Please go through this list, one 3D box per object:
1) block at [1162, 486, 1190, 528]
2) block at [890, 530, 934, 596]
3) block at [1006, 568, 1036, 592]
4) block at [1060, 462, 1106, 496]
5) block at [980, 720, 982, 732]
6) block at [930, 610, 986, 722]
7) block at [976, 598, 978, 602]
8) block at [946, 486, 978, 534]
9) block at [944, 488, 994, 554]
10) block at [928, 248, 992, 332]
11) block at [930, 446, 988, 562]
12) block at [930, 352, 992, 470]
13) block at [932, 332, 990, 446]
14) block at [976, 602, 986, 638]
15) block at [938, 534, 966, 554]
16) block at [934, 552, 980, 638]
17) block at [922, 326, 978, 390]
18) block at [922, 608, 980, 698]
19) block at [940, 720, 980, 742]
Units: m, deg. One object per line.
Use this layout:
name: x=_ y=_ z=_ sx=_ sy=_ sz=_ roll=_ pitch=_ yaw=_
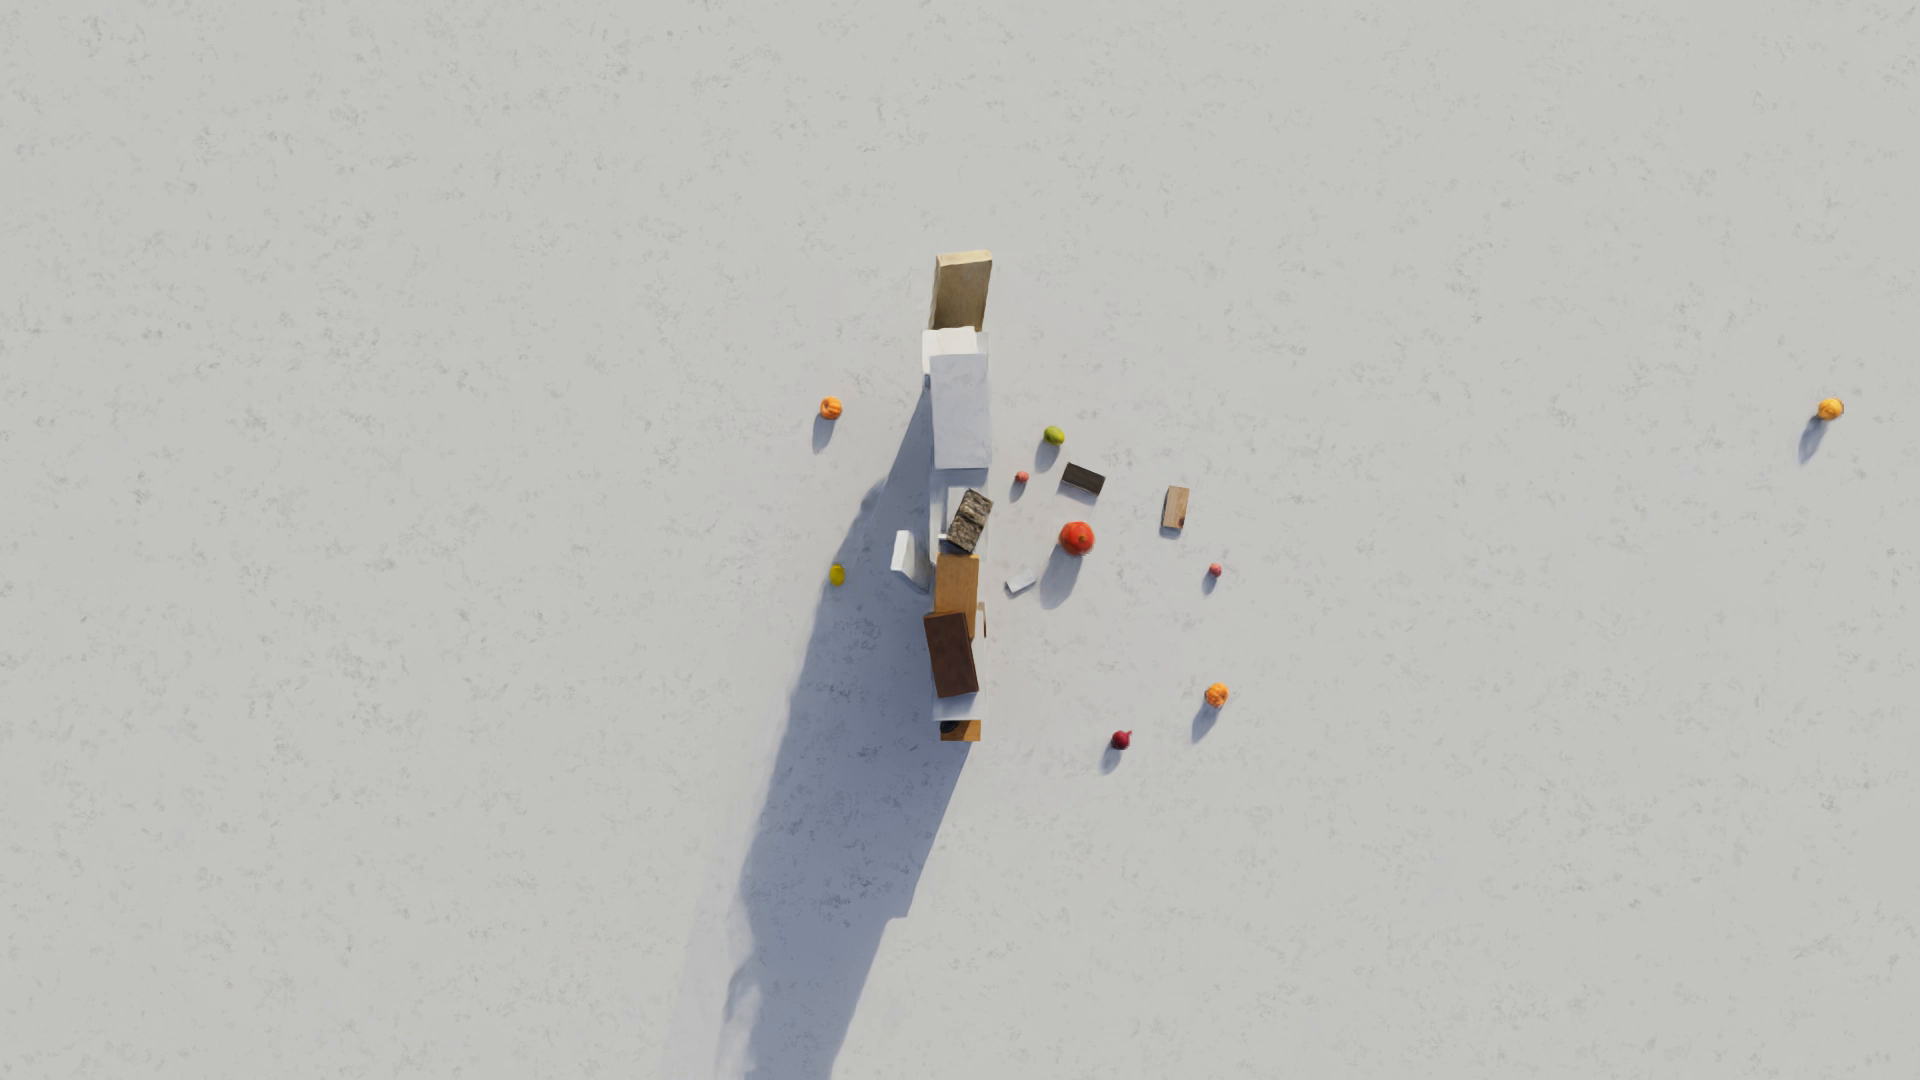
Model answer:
block: x=0.719 y=-0.109 z=5.490 sx=0.068 sy=0.019 sz=0.136 roll=10 pitch=90 yaw=0
block: x=-0.140 y=0.069 z=4.925 sx=0.035 sy=0.245 sz=0.122 roll=4 pitch=73 yaw=19
block: x=0.204 y=0.134 z=5.493 sx=0.093 sy=0.013 sz=0.046 roll=-28 pitch=90 yaw=0
block: x=0.410 y=-0.203 z=5.490 sx=0.136 sy=0.019 sz=0.068 roll=22 pitch=90 yaw=0
block: x=0.004 y=0.593 z=5.374 sx=0.126 sy=0.253 sz=0.036 roll=0 pitch=90 yaw=0
block: x=-0.006 y=0.371 z=4.869 sx=0.159 sy=0.045 sz=0.318 roll=-2 pitch=89 yaw=0
block: x=-0.005 y=0.180 z=5.380 sx=0.120 sy=0.240 sz=0.034 roll=0 pitch=90 yaw=0
block: x=0.006 y=-0.067 z=4.811 sx=0.085 sy=0.024 sz=0.170 roll=3 pitch=90 yaw=0
block: x=0.027 y=-0.054 z=4.759 sx=0.085 sy=0.024 sz=0.170 roll=29 pitch=69 yaw=-15
block: x=0.000 y=-0.765 z=5.146 sx=0.165 sy=0.329 sz=0.047 roll=-9 pitch=57 yaw=-13
block: x=-0.003 y=-0.105 z=4.847 sx=0.169 sy=0.048 sz=0.338 roll=1 pitch=90 yaw=0
block: x=0.003 y=-0.374 z=4.780 sx=0.165 sy=0.047 sz=0.329 roll=-3 pitch=97 yaw=0
block: x=0.002 y=-0.468 z=5.122 sx=0.175 sy=0.050 sz=0.351 roll=-1 pitch=90 yaw=0
block: x=-0.001 y=0.243 z=5.061 sx=0.159 sy=0.332 sz=0.045 roll=-1 pitch=99 yaw=0
block: x=-0.018 y=0.077 z=4.814 sx=0.085 sy=0.024 sz=0.196 roll=0 pitch=116 yaw=2
block: x=-0.012 y=0.162 z=4.799 sx=0.122 sy=0.035 sz=0.245 roll=3 pitch=106 yaw=0
block: x=-0.028 y=-0.549 z=4.944 sx=0.165 sy=0.329 sz=0.047 roll=-5 pitch=120 yaw=0
block: x=-0.026 y=0.331 z=4.801 sx=0.122 sy=0.035 sz=0.245 roll=-10 pitch=103 yaw=0
block: x=0.003 y=0.509 z=5.229 sx=0.126 sy=0.036 sz=0.253 roll=1 pitch=90 yaw=0
